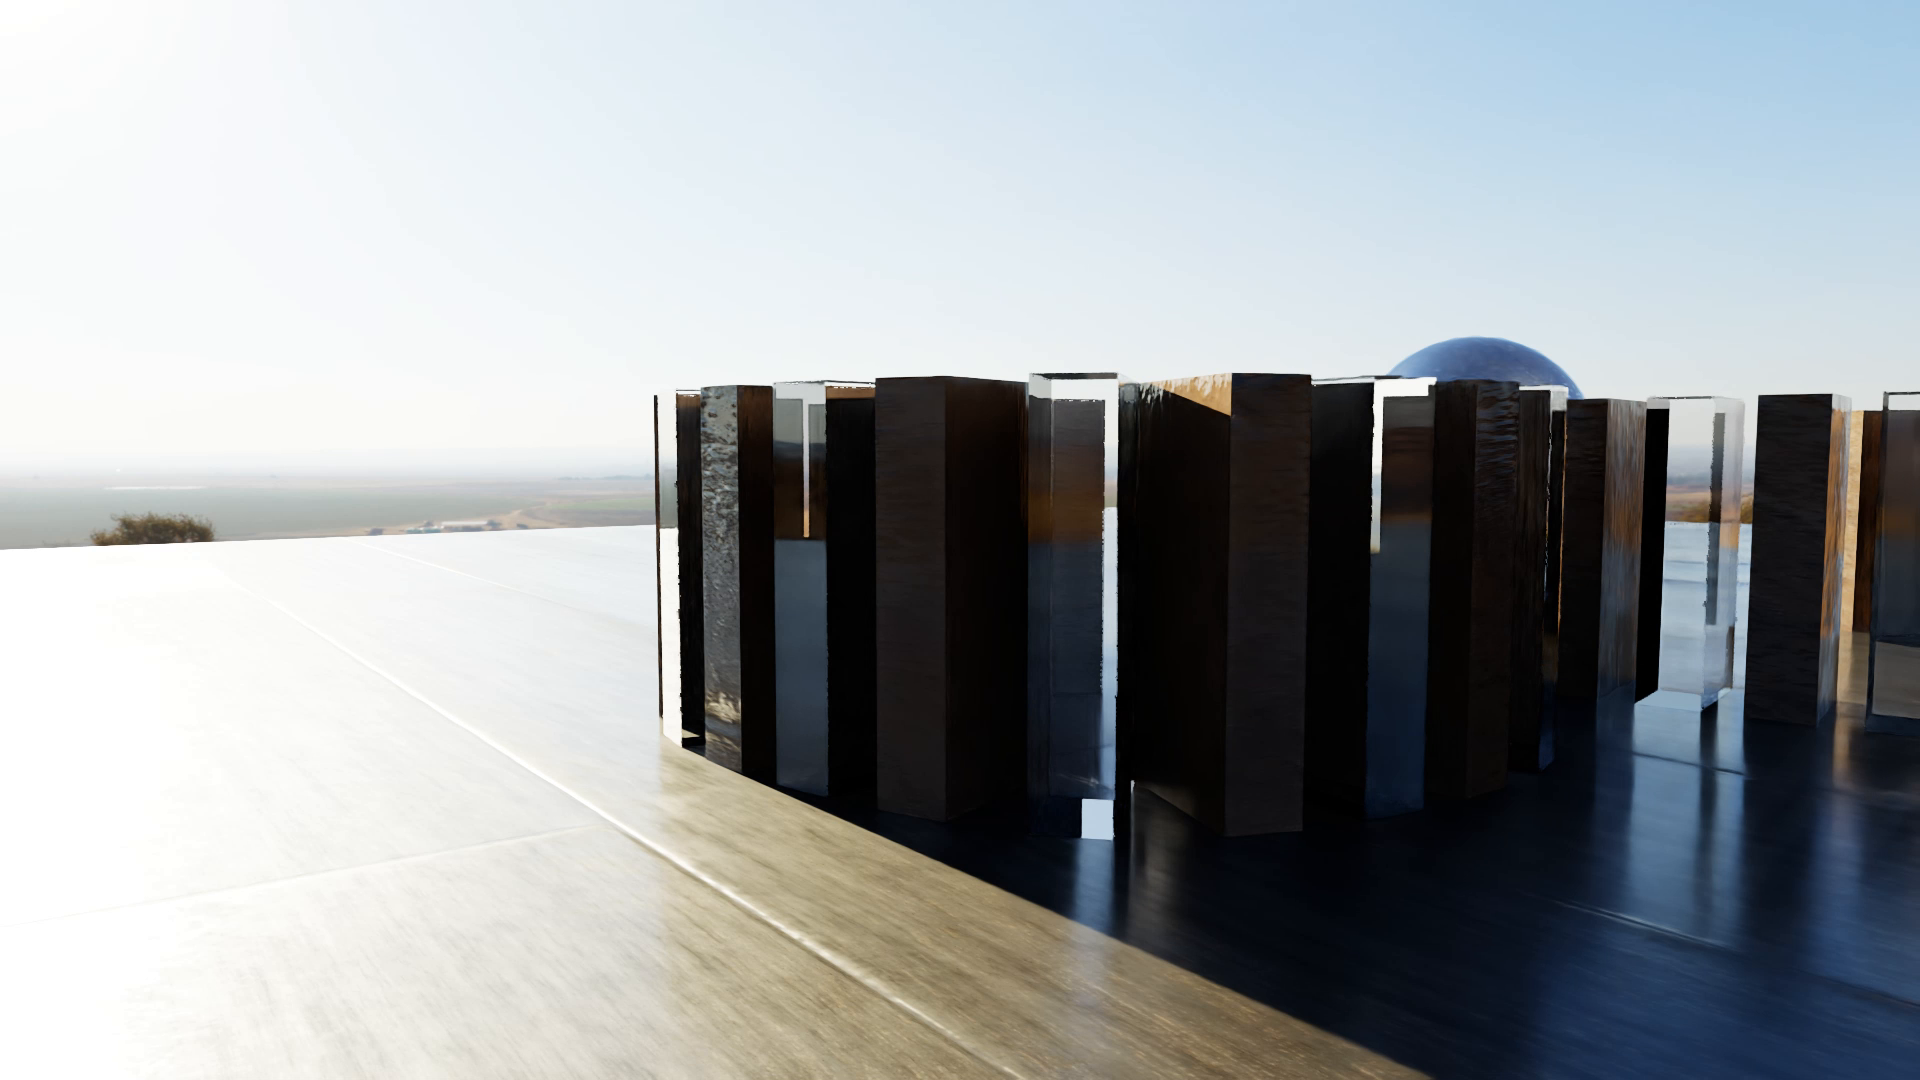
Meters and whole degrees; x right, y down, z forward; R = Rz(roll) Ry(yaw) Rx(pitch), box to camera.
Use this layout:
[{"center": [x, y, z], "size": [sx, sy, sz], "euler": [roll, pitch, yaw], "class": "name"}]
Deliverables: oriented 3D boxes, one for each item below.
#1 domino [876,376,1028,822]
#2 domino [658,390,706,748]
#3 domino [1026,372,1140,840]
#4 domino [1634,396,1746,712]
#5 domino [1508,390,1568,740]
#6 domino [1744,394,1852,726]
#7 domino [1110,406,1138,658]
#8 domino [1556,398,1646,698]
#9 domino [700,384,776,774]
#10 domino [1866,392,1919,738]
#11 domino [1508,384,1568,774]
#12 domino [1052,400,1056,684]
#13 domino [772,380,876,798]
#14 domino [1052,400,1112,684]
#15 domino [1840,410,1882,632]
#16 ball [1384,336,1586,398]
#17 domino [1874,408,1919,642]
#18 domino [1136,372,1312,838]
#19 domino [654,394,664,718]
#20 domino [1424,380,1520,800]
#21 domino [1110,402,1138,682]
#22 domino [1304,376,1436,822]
[{"center": [0.001, 0.006, 0.156], "size": [0.010, 0.050, 0.025], "euler": [3, 5, 32], "class": "domino"}, {"center": [-0.030, 0.003, 0.188], "size": [0.025, 0.050, 0.009], "euler": [-2, 5, -28], "class": "domino"}, {"center": [0.015, 0.006, 0.149], "size": [0.009, 0.050, 0.025], "euler": [1, 4, 13], "class": "domino"}, {"center": [0.122, 0.001, 0.215], "size": [0.009, 0.050, 0.025], "euler": [4, 6, 41], "class": "domino"}, {"center": [0.074, 0.003, 0.189], "size": [0.025, 0.050, 0.010], "euler": [1, 4, 7], "class": "domino"}, {"center": [0.134, 0.002, 0.205], "size": [0.009, 0.050, 0.025], "euler": [4, 6, 40], "class": "domino"}, {"center": [0.032, -0.002, 0.267], "size": [0.009, 0.050, 0.025], "euler": [1, 4, 16], "class": "domino"}, {"center": [0.111, 0.001, 0.225], "size": [0.009, 0.050, 0.025], "euler": [4, 6, 41], "class": "domino"}, {"center": [-0.022, 0.004, 0.176], "size": [0.025, 0.050, 0.009], "euler": [-4, 6, -40], "class": "domino"}, {"center": [0.146, 0.003, 0.195], "size": [0.009, 0.050, 0.025], "euler": [3, 5, 38], "class": "domino"}, {"center": [0.067, 0.004, 0.175], "size": [0.025, 0.050, 0.009], "euler": [3, 5, 36], "class": "domino"}, {"center": [0.004, 0.000, 0.230], "size": [0.025, 0.050, 0.009], "euler": [3, 5, 35], "class": "domino"}, {"center": [-0.011, 0.005, 0.165], "size": [0.009, 0.050, 0.025], "euler": [4, 6, 41], "class": "domino"}, {"center": [0.018, 0.000, 0.238], "size": [0.010, 0.050, 0.025], "euler": [-2, 5, -21], "class": "domino"}, {"center": [0.213, -0.005, 0.296], "size": [0.025, 0.050, 0.010], "euler": [-1, 4, -13], "class": "domino"}, {"center": [0.179, -0.031, 0.451], "size": [0.080, 0.080, 0.080], "euler": [0, 4, 0], "class": "ball"}, {"center": [0.217, -0.004, 0.282], "size": [0.025, 0.050, 0.009], "euler": [-1, 4, -13], "class": "domino"}, {"center": [0.030, 0.006, 0.150], "size": [0.010, 0.050, 0.025], "euler": [-1, 4, -15], "class": "domino"}, {"center": [-0.034, 0.002, 0.203], "size": [0.025, 0.050, 0.010], "euler": [0, 4, 0], "class": "domino"}, {"center": [0.057, 0.005, 0.164], "size": [0.009, 0.050, 0.025], "euler": [-3, 5, -38], "class": "domino"}, {"center": [0.032, 0.000, 0.240], "size": [0.009, 0.050, 0.025], "euler": [0, 4, -4], "class": "domino"}, {"center": [0.044, 0.006, 0.156], "size": [0.010, 0.050, 0.025], "euler": [-2, 5, -28], "class": "domino"}]
